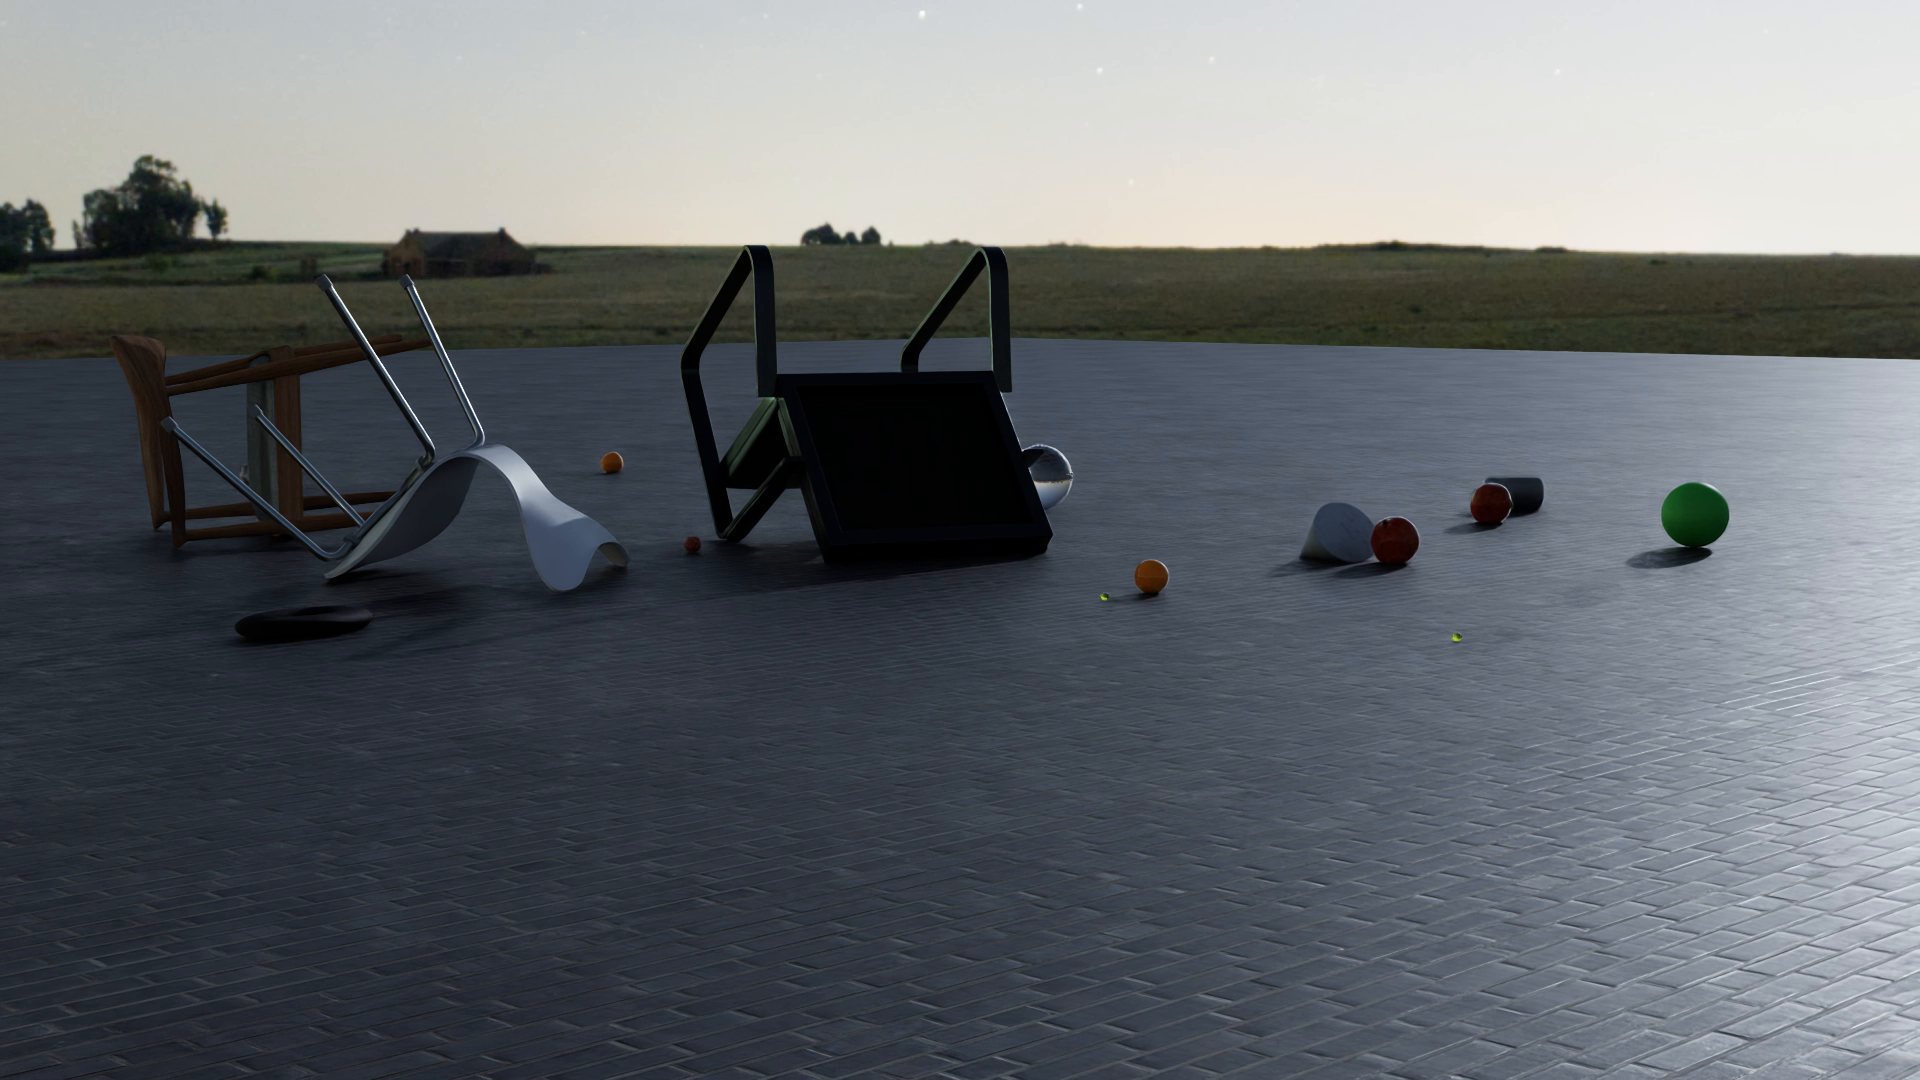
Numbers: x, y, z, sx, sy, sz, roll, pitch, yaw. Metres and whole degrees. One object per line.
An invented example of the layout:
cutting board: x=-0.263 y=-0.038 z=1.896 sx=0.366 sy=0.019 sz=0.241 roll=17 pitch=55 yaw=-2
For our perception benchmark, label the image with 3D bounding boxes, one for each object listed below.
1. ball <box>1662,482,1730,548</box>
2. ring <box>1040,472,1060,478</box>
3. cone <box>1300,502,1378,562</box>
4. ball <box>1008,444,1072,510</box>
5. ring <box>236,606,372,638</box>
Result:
ball: x=1.787 y=-0.062 z=6.234 sx=0.160 sy=0.160 sz=0.160 roll=0 pitch=6 yaw=0
ring: x=0.293 y=-0.214 z=8.387 sx=0.061 sy=0.021 sz=0.068 roll=5 pitch=7 yaw=36
cone: x=0.845 y=0.011 z=5.980 sx=0.245 sy=0.151 sz=0.147 roll=-4 pitch=-20 yaw=-47
ball: x=0.225 y=-0.176 z=7.221 sx=0.184 sy=0.184 sz=0.184 roll=0 pitch=6 yaw=0
ring: x=-1.212 y=0.152 z=4.747 sx=0.152 sy=0.040 sz=0.285 roll=6 pitch=8 yaw=40
